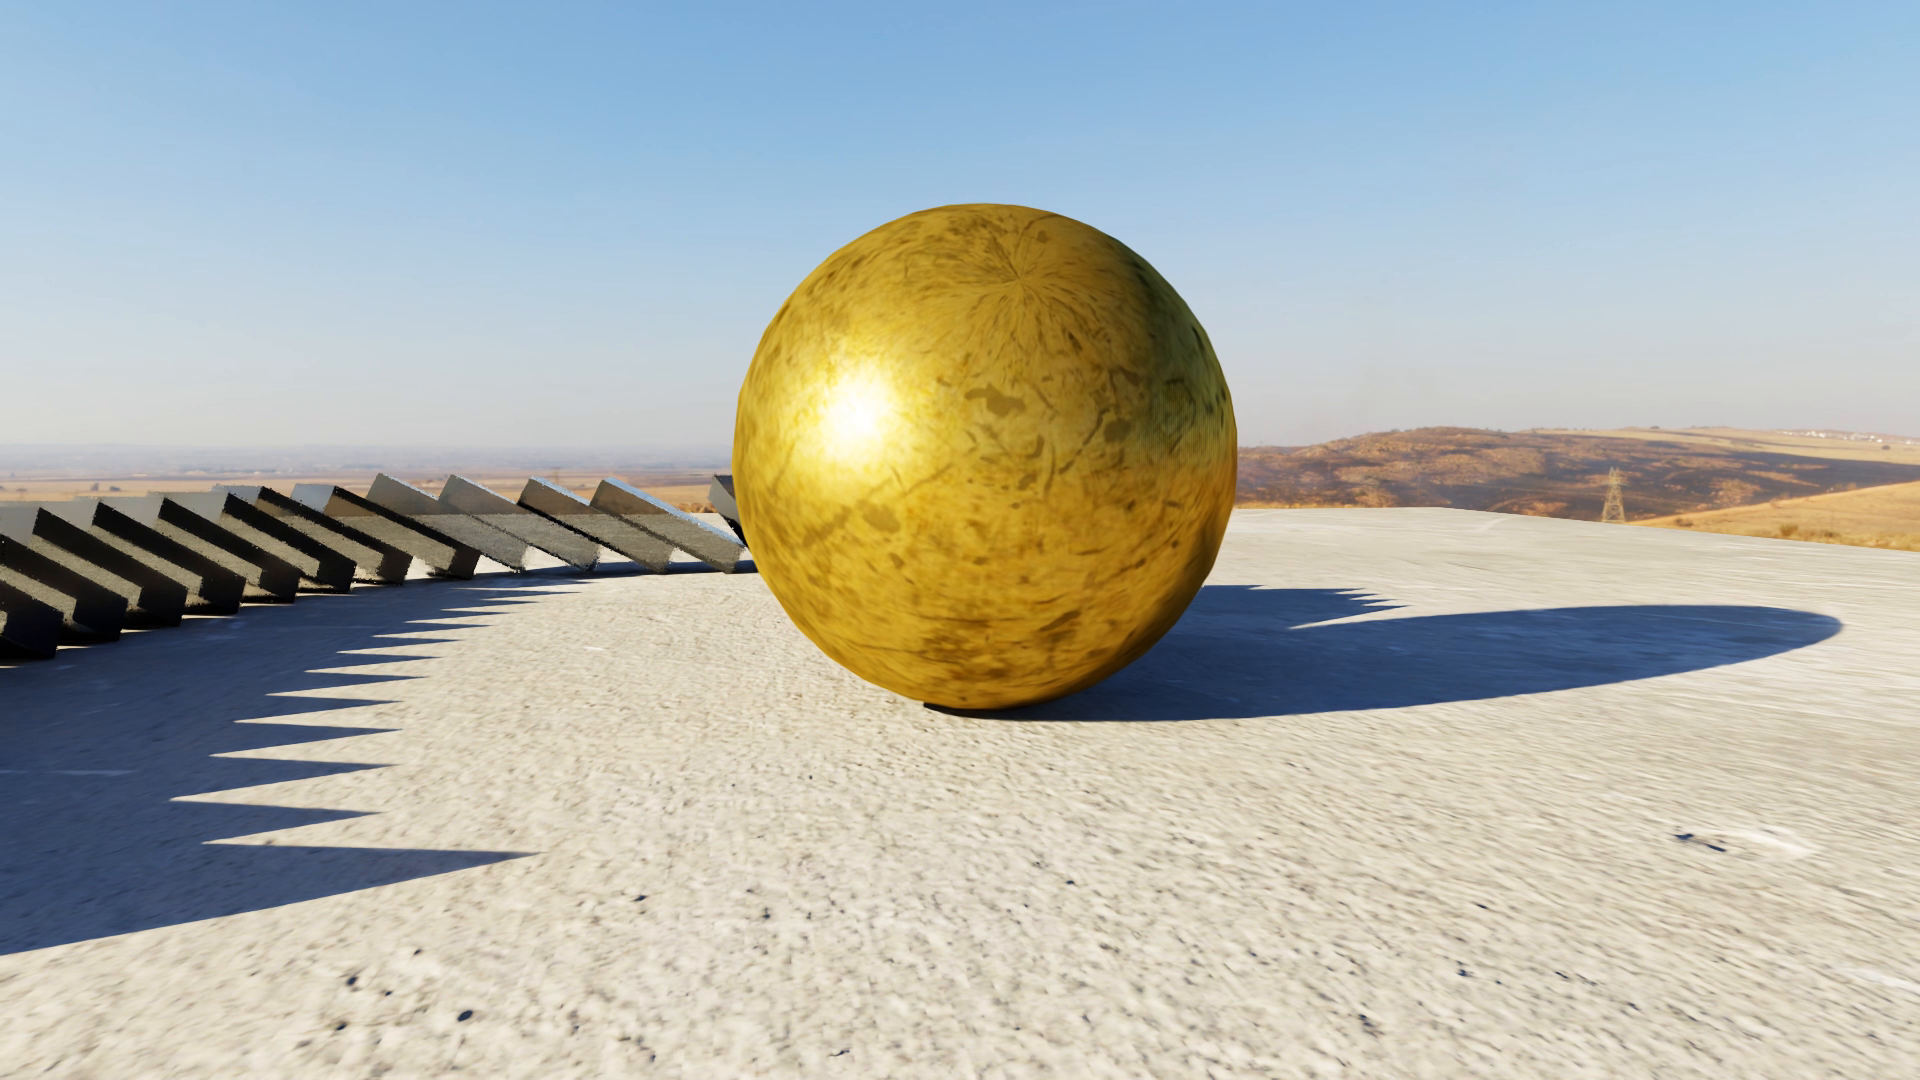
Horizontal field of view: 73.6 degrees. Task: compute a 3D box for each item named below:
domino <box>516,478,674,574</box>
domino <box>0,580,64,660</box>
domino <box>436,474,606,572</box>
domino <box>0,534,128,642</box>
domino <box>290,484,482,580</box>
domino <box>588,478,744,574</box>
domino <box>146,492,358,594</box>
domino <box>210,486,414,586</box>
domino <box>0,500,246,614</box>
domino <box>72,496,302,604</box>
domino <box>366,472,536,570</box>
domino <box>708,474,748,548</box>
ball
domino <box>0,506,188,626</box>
[{"bbox_3d":[-0.119,-0.005,0.423,0.050,0.009,0.025,27,-2,-11],"label":"domino"},{"bbox_3d":[-0.191,0.010,0.232,0.025,0.010,0.050,0,-21,-4],"label":"domino"},{"bbox_3d":[-0.141,-0.005,0.415,0.050,0.009,0.025,27,-5,-10],"label":"domino"},{"bbox_3d":[-0.194,0.009,0.255,0.025,0.009,0.050,0,-21,0],"label":"domino"},{"bbox_3d":[-0.175,-0.002,0.391,0.025,0.010,0.050,3,-21,39],"label":"domino"},{"bbox_3d":[-0.096,-0.005,0.428,0.050,0.010,0.025,27,1,-8],"label":"domino"},{"bbox_3d":[-0.191,0.001,0.346,0.025,0.010,0.050,1,-21,14],"label":"domino"},{"bbox_3d":[-0.188,-0.001,0.371,0.025,0.010,0.050,2,-22,32],"label":"domino"},{"bbox_3d":[-0.196,0.005,0.301,0.025,0.009,0.050,1,-21,8],"label":"domino"},{"bbox_3d":[-0.194,0.003,0.324,0.025,0.009,0.050,1,-21,11],"label":"domino"},{"bbox_3d":[-0.164,-0.005,0.416,0.050,0.010,0.025,27,-6,-11],"label":"domino"},{"bbox_3d":[-0.065,-0.006,0.441,0.025,0.010,0.050,-1,31,-36],"label":"domino"},{"bbox_3d":[0.004,-0.013,0.206,0.080,0.080,0.080,0,4,0],"label":"ball"},{"bbox_3d":[-0.195,0.007,0.278,0.025,0.010,0.050,0,-21,2],"label":"domino"}]
